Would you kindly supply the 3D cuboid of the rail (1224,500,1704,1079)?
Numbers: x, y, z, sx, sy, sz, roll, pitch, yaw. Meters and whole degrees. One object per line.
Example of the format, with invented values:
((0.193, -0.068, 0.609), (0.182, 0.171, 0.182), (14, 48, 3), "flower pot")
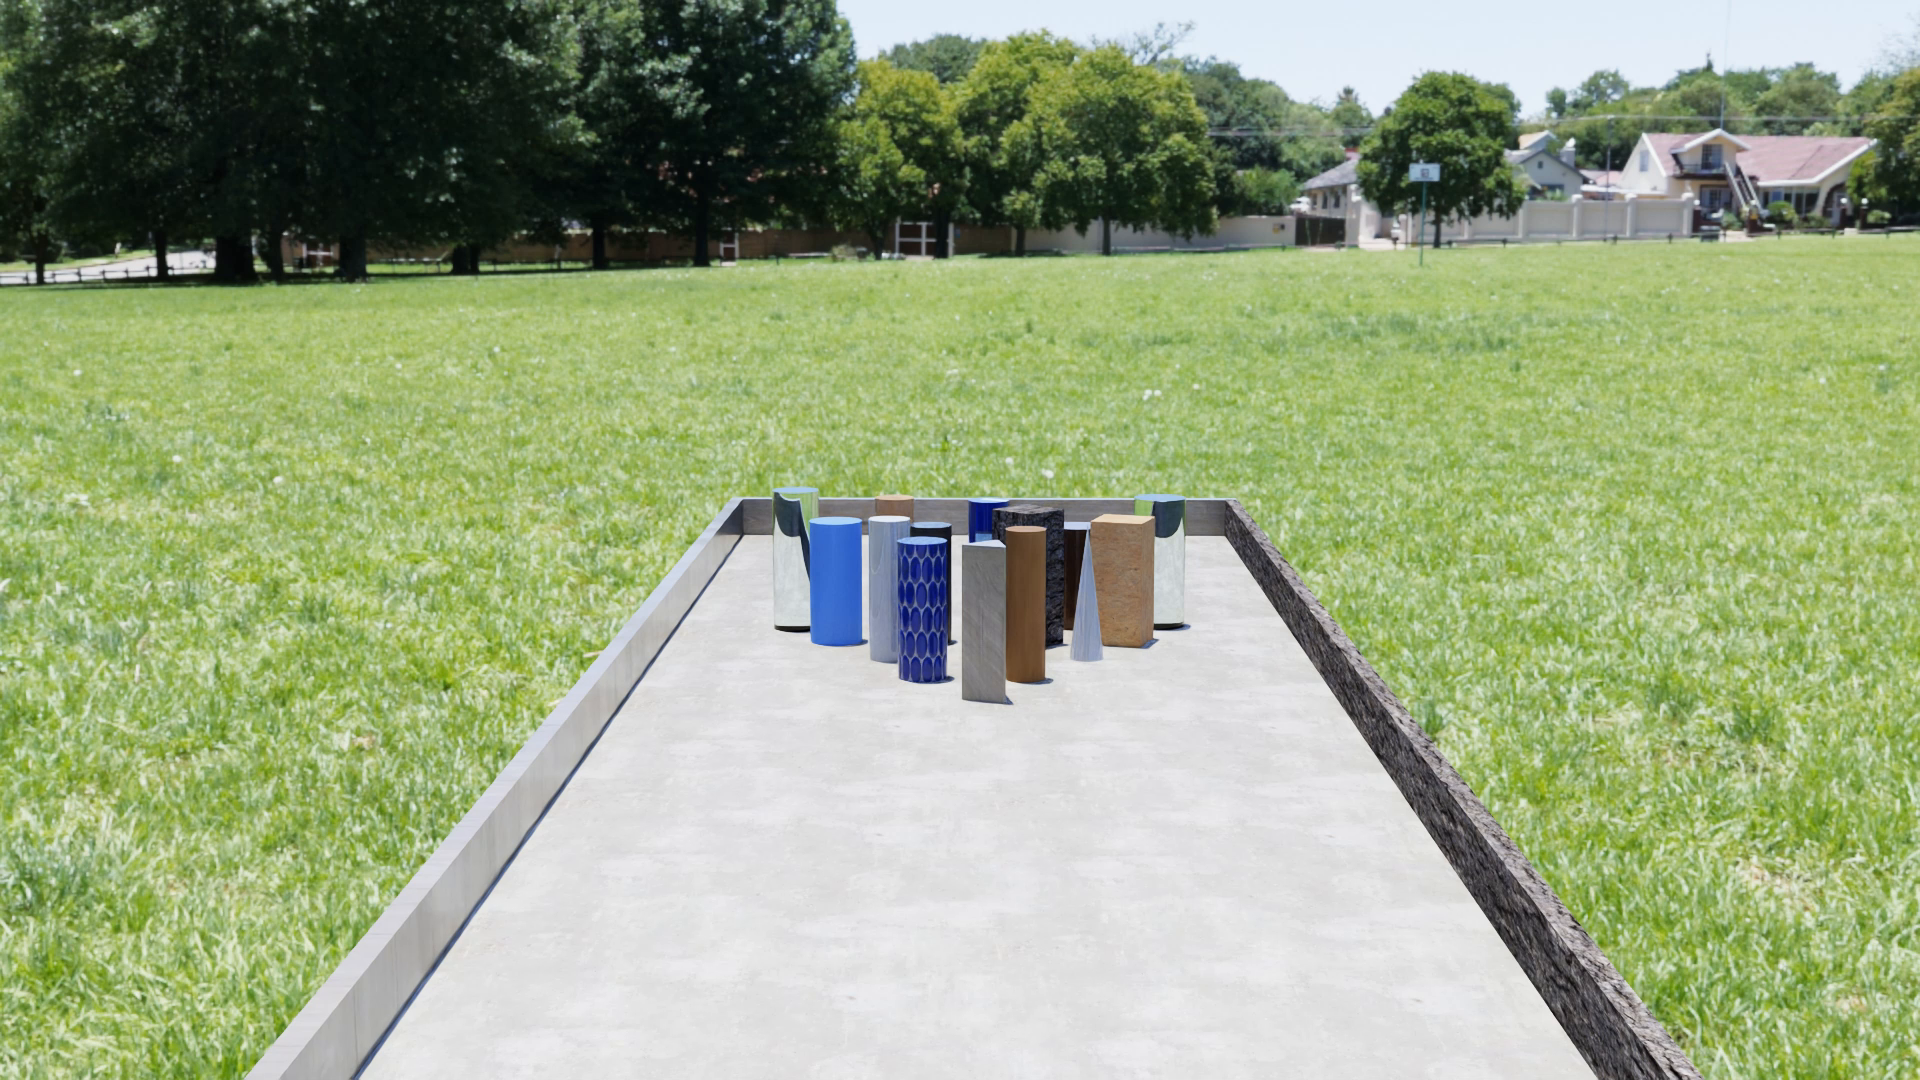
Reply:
((1.046, 0.843, 3.208), (0.050, 0.150, 12.000), (0, 9, 1), "rail")

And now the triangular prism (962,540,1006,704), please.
((0.085, 0.226, 6.175), (0.129, 0.441, 0.112), (3, 10, 21), "triangular prism")

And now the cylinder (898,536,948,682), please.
((-0.110, 0.202, 6.434), (0.145, 0.406, 0.145), (0, 9, 0), "cylinder")

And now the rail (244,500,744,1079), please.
((-1.004, 0.839, 3.234), (0.050, 0.150, 12.000), (0, 9, 1), "rail")

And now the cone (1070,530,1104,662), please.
((0.387, 0.155, 6.694), (0.106, 0.418, 0.106), (0, 9, 0), "cone")

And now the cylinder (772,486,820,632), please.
((-0.533, 0.062, 7.165), (0.151, 0.454, 0.151), (0, 9, 0), "cylinder")

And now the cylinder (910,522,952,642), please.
((-0.094, 0.136, 6.958), (0.135, 0.373, 0.135), (0, 9, 0), "cylinder")

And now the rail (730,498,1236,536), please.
((0.099, -0.098, 9.147), (2.100, 0.150, 0.050), (0, 9, 1), "rail")

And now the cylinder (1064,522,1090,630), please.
((0.384, 0.117, 7.209), (0.168, 0.333, 0.168), (0, 9, 0), "cylinder")

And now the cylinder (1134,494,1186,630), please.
((0.653, 0.071, 7.210), (0.169, 0.424, 0.169), (0, 9, 0), "cylinder")

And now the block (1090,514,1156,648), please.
((0.513, 0.128, 6.951), (0.166, 0.392, 0.166), (3, 10, 19), "block")

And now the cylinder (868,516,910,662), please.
((-0.214, 0.149, 6.693), (0.126, 0.431, 0.126), (0, 9, 0), "cylinder")

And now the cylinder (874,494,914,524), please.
((-0.214, 0.071, 7.205), (0.128, 0.425, 0.128), (0, 9, 0), "cylinder")

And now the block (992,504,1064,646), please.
((0.213, 0.115, 6.916), (0.160, 0.428, 0.160), (9, 13, 44), "block")

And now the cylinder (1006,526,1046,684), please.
((0.191, 0.187, 6.410), (0.118, 0.444, 0.118), (0, 9, 0), "cylinder")

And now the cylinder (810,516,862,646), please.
((-0.392, 0.129, 6.961), (0.165, 0.386, 0.165), (0, 9, 0), "cylinder")

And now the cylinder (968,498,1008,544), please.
((0.093, 0.079, 7.162), (0.131, 0.423, 0.131), (0, 9, 0), "cylinder")
